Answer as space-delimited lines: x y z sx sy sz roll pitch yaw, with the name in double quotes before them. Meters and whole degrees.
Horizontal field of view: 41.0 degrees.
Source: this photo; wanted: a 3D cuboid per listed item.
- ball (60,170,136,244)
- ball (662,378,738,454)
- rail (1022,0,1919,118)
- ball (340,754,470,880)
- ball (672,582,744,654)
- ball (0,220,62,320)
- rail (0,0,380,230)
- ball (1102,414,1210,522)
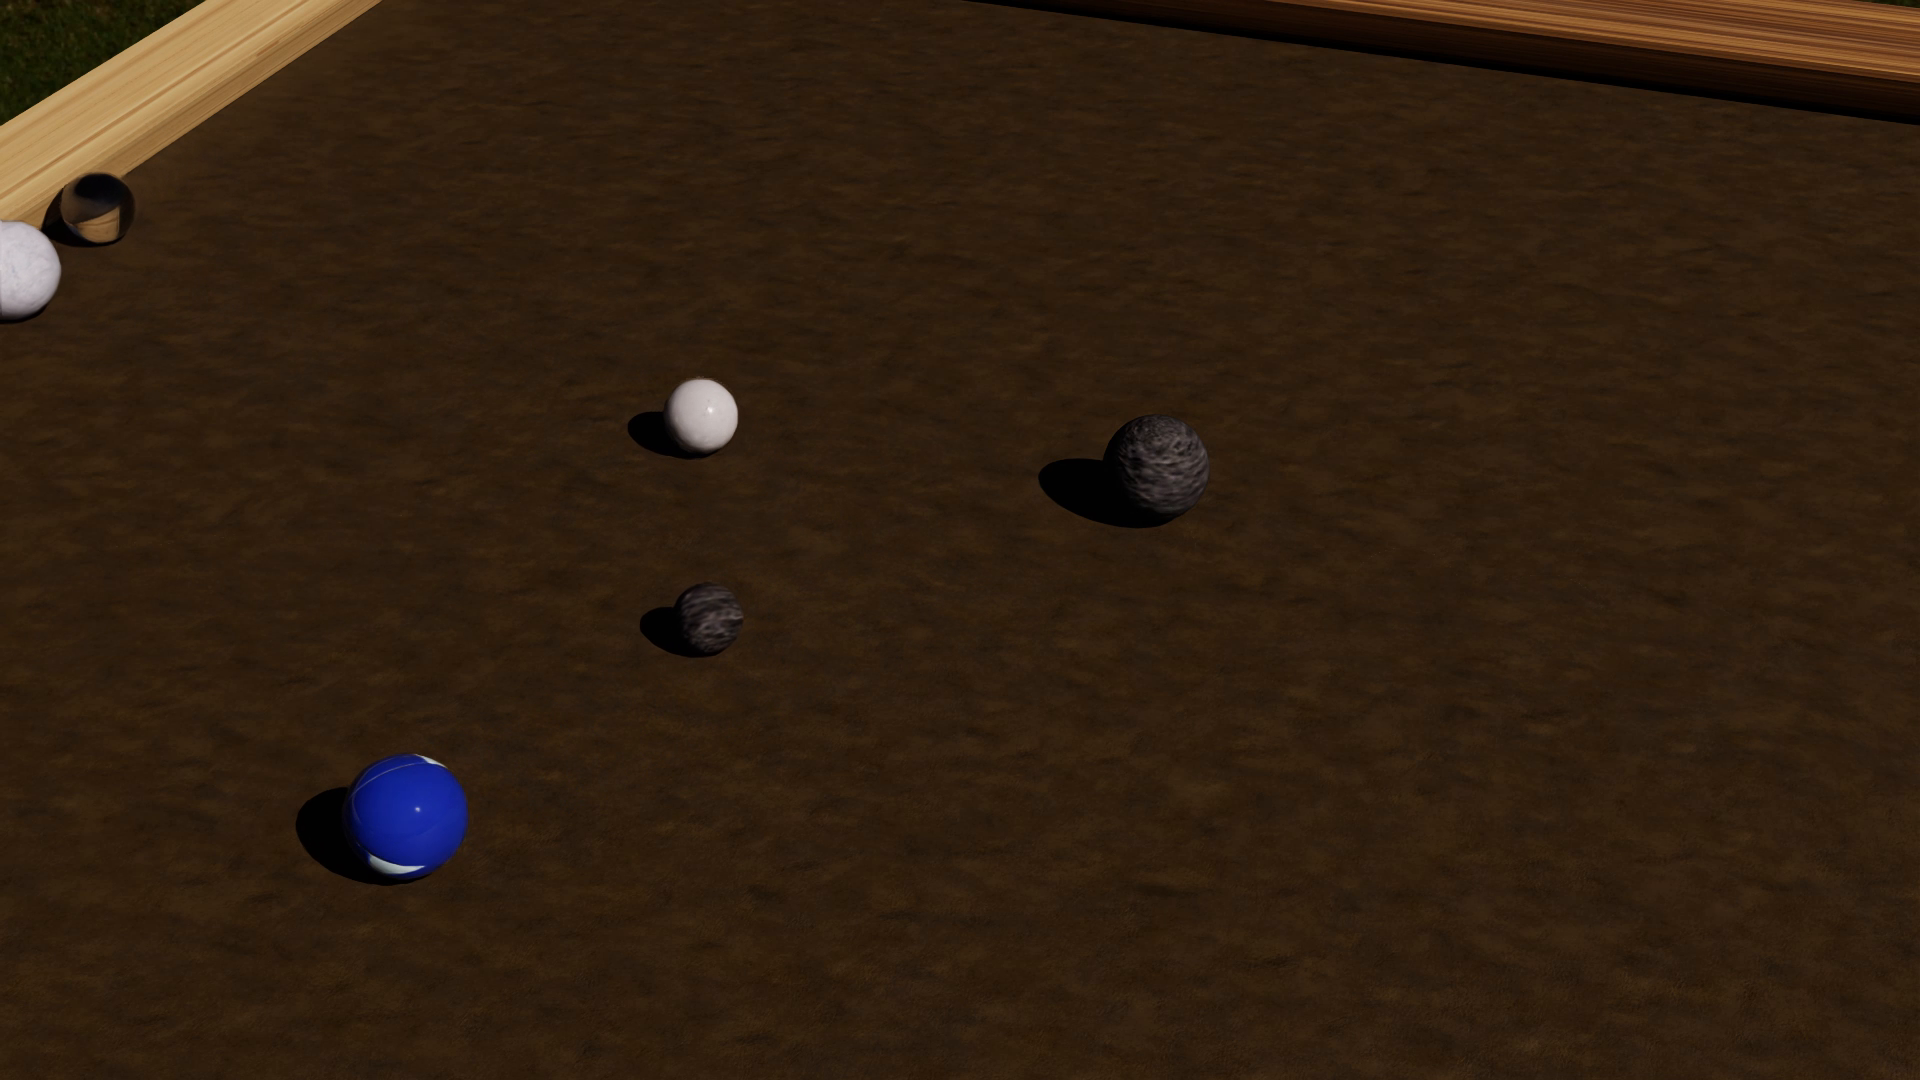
"ball" -0.860 -0.332 2.558 0.072 0.072 0.072 0 33 0
"ball" -0.224 -0.107 2.218 0.065 0.065 0.065 0 33 0
"rail" 1.426 -0.433 2.665 4.359 0.123 0.045 11 35 16
"ball" -0.377 0.188 1.746 0.085 0.085 0.085 0 33 0
"ball" -0.194 0.060 1.971 0.055 0.055 0.055 0 33 0
"ball" -0.897 -0.255 2.419 0.095 0.095 0.095 0 33 0
"rail" -1.004 -0.215 2.329 0.045 0.123 2.431 11 35 16
"ball" 0.162 -0.059 2.123 0.089 0.089 0.089 0 33 0
